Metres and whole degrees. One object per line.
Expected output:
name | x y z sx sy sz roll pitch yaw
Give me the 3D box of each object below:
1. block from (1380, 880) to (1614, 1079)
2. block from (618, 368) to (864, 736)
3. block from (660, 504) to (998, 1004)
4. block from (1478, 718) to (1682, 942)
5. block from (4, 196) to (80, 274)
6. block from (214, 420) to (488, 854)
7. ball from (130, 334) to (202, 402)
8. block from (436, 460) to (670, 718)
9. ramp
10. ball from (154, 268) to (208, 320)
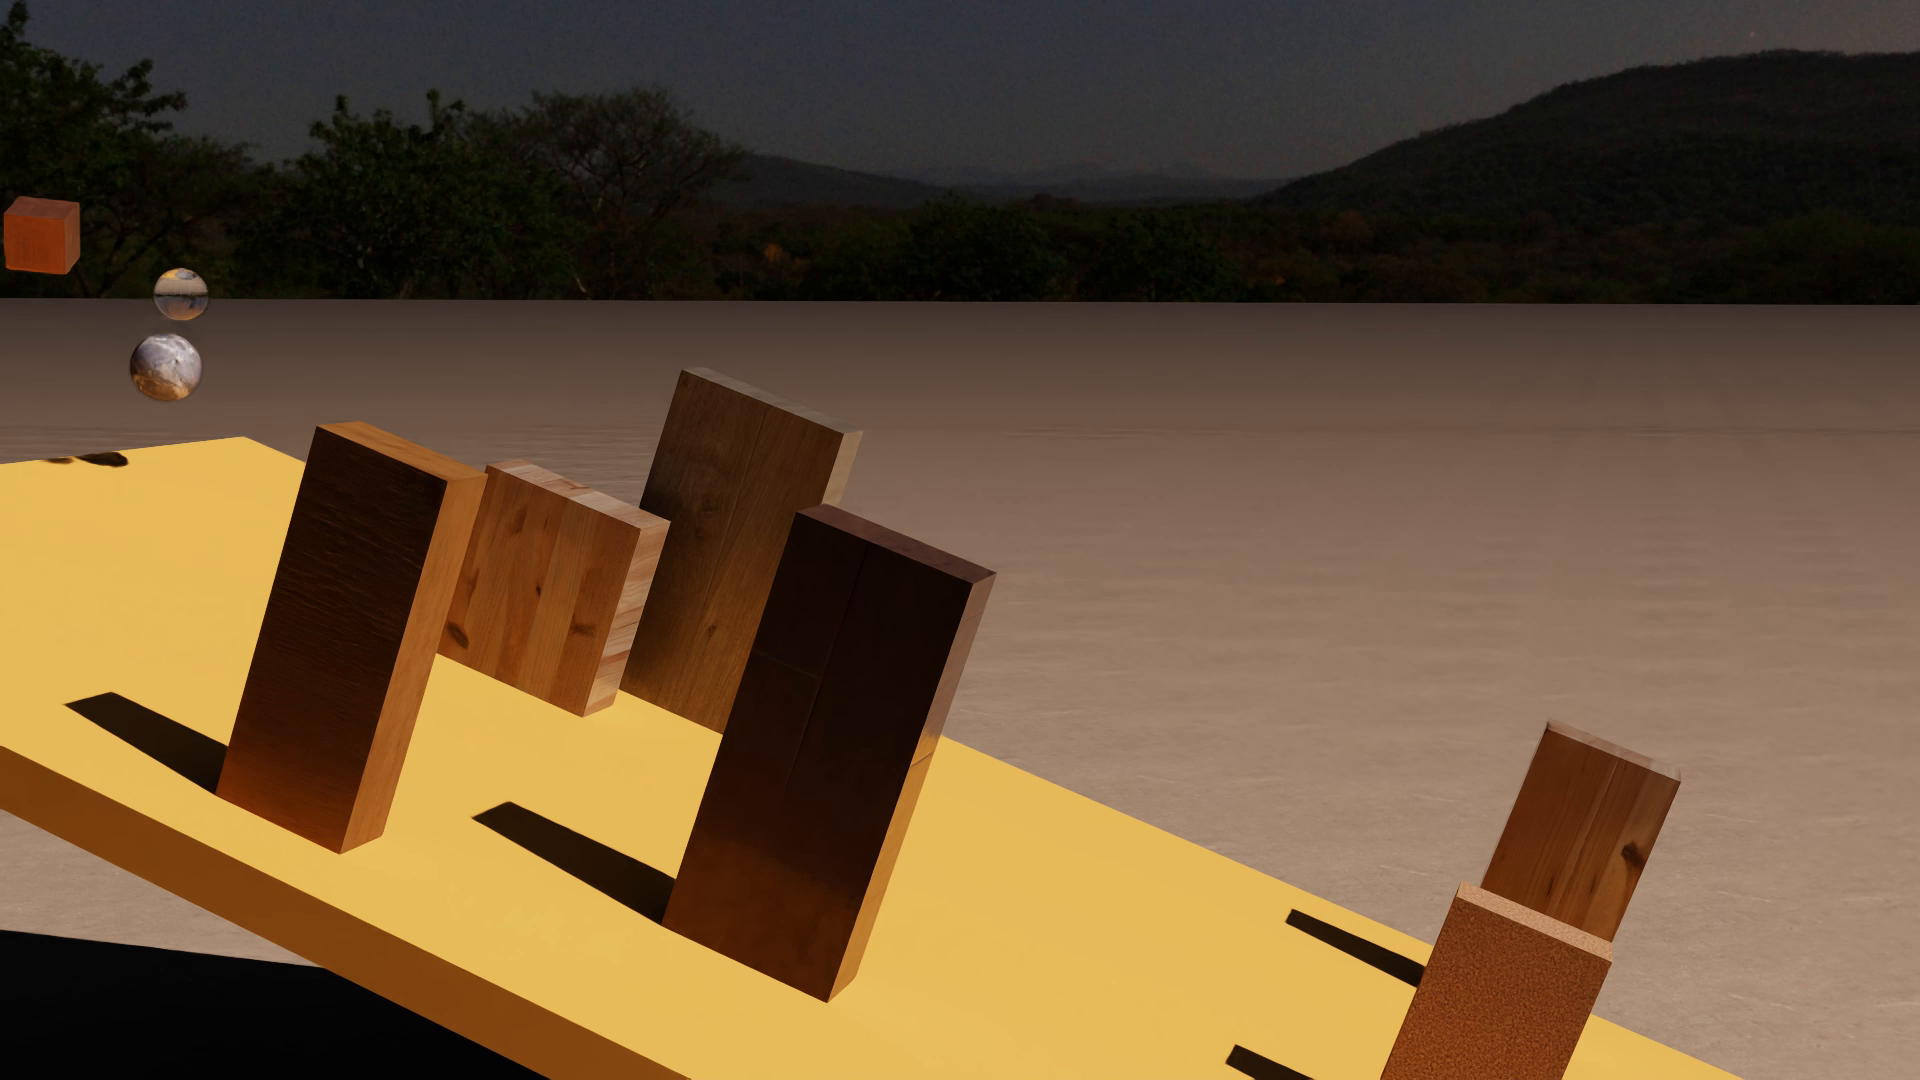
block | 0.895 0.853 3.751 0.269 0.460 0.106 22 12 14
block | -0.503 0.030 4.675 0.381 0.700 0.121 22 12 14
block | -0.219 0.347 3.606 0.312 0.743 0.135 22 12 14
block | 1.225 0.708 4.516 0.278 0.616 0.113 22 12 14
block | -1.812 -0.602 4.344 0.113 0.113 0.113 5 25 -9
block | -0.980 0.155 3.536 0.243 0.642 0.126 22 12 14
ball | -1.792 -0.390 4.964 0.154 0.154 0.154 0 7 0
block | -0.845 0.096 4.541 0.363 0.416 0.141 22 12 14
ramp | -0.339 0.624 4.214 4.000 0.100 2.000 22 12 14
ball | -1.683 -0.531 4.753 0.113 0.113 0.113 0 7 0
